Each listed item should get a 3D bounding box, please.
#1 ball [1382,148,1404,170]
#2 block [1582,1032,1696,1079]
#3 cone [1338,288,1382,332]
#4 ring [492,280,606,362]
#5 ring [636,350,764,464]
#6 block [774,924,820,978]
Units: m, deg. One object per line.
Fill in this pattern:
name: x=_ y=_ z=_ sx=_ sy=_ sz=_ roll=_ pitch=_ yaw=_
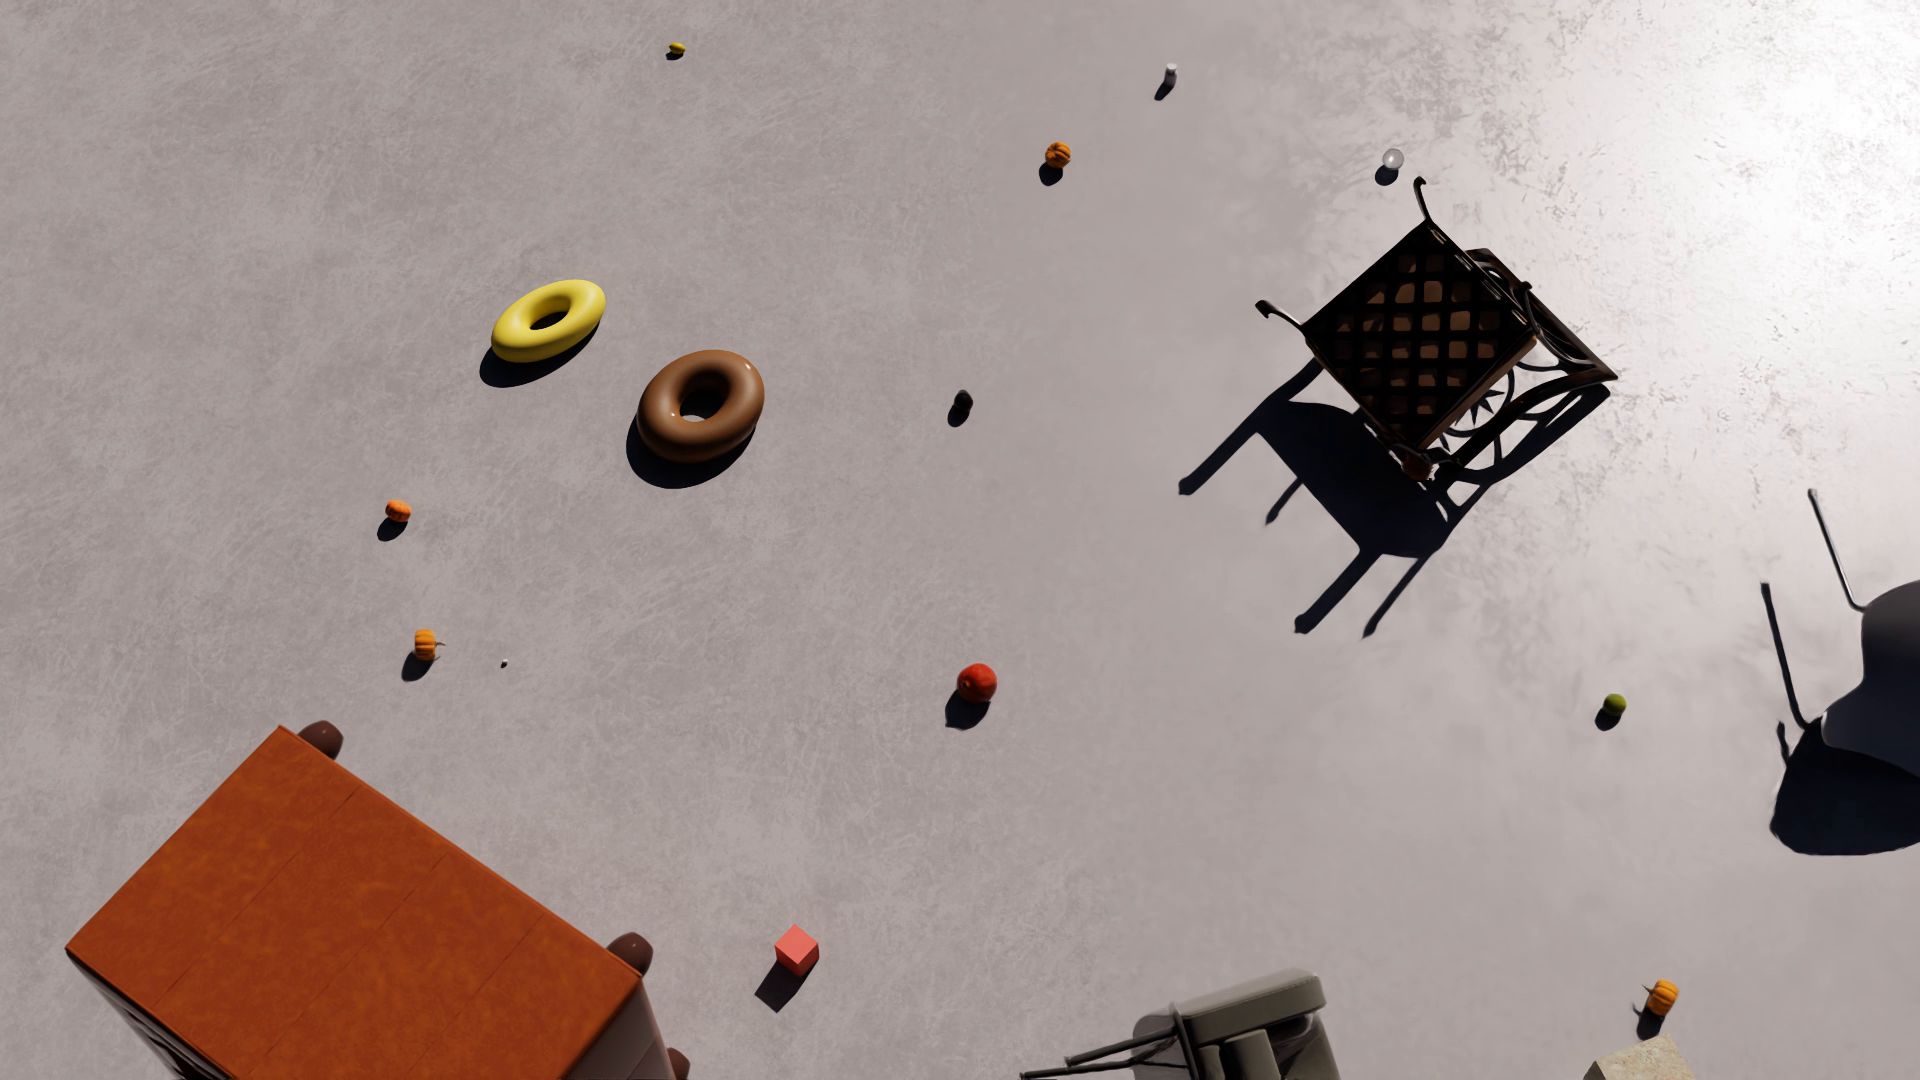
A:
ball: x=1.456 y=-1.279 z=7.388 sx=0.073 sy=0.073 sz=0.073 roll=0 pitch=56 yaw=0
block: x=1.692 y=1.381 z=5.504 sx=0.206 sy=0.238 sz=0.159 roll=-18 pitch=58 yaw=-11
cone: x=1.287 y=-0.765 z=7.033 sx=0.143 sy=0.090 sz=0.179 roll=10 pitch=57 yaw=7
ring: x=-1.305 y=-0.695 z=6.978 sx=0.405 sy=0.105 sz=0.235 roll=-34 pitch=64 yaw=-21
ring: x=-0.800 y=-0.414 z=6.789 sx=0.373 sy=0.105 sz=0.441 roll=27 pitch=61 yaw=18
block: x=-0.428 y=1.083 z=5.788 sx=0.083 sy=0.099 sz=0.078 roll=35 pitch=63 yaw=21
